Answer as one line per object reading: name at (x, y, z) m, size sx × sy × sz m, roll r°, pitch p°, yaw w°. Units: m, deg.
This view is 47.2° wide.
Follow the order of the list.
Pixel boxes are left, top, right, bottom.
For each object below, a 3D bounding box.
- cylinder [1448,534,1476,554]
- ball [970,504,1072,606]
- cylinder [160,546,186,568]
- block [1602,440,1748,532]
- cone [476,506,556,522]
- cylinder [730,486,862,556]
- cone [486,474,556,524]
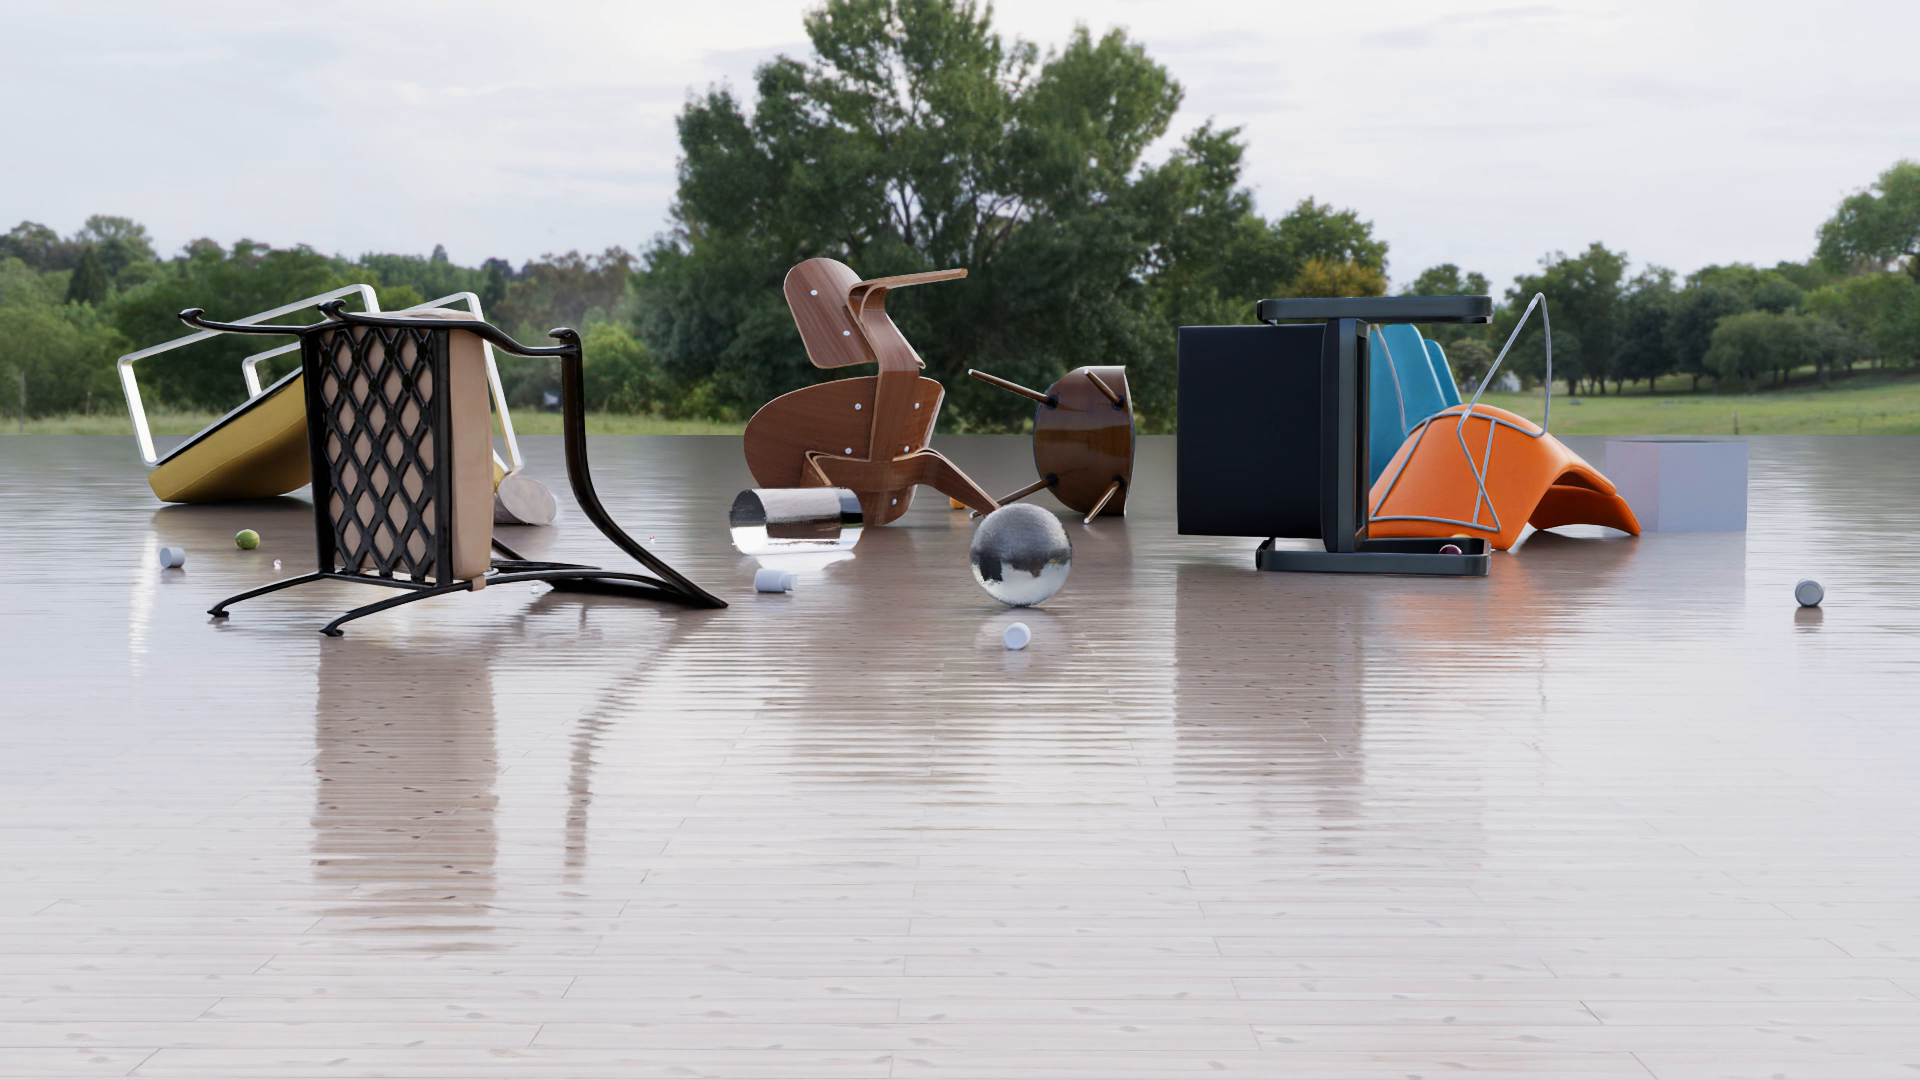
cylinder at (1.362, 0.013, 5.967) m, size 0.074 × 0.054 × 0.028 m, roll 6°, pitch 0°, yaw -31°
ball at (0.126, 0.031, 4.538) m, size 0.213 × 0.213 × 0.213 m, roll 0°, pitch 4°, yaw 0°
cylinder at (-1.986, 0.043, 5.546) m, size 0.060 × 0.051 × 0.037 m, roll -3°, pitch 1°, yaw 41°
block at (2.297, -0.176, 7.069) m, size 0.322 × 0.280 × 0.310 m, roll -1°, pitch 4°, yaw -16°
cone at (-1.509, -0.126, 7.464) m, size 0.273 × 0.126 × 0.151 m, roll -1°, pitch 4°, yaw -15°
cylinder at (-0.448, -0.054, 6.036) m, size 0.312 × 0.176 × 0.183 m, roll -3°, pitch 24°, yaw -38°
cone at (-1.508, -0.095, 7.314) m, size 0.223 × 0.172 × 0.242 m, roll -25°, pitch -31°, yaw 35°
